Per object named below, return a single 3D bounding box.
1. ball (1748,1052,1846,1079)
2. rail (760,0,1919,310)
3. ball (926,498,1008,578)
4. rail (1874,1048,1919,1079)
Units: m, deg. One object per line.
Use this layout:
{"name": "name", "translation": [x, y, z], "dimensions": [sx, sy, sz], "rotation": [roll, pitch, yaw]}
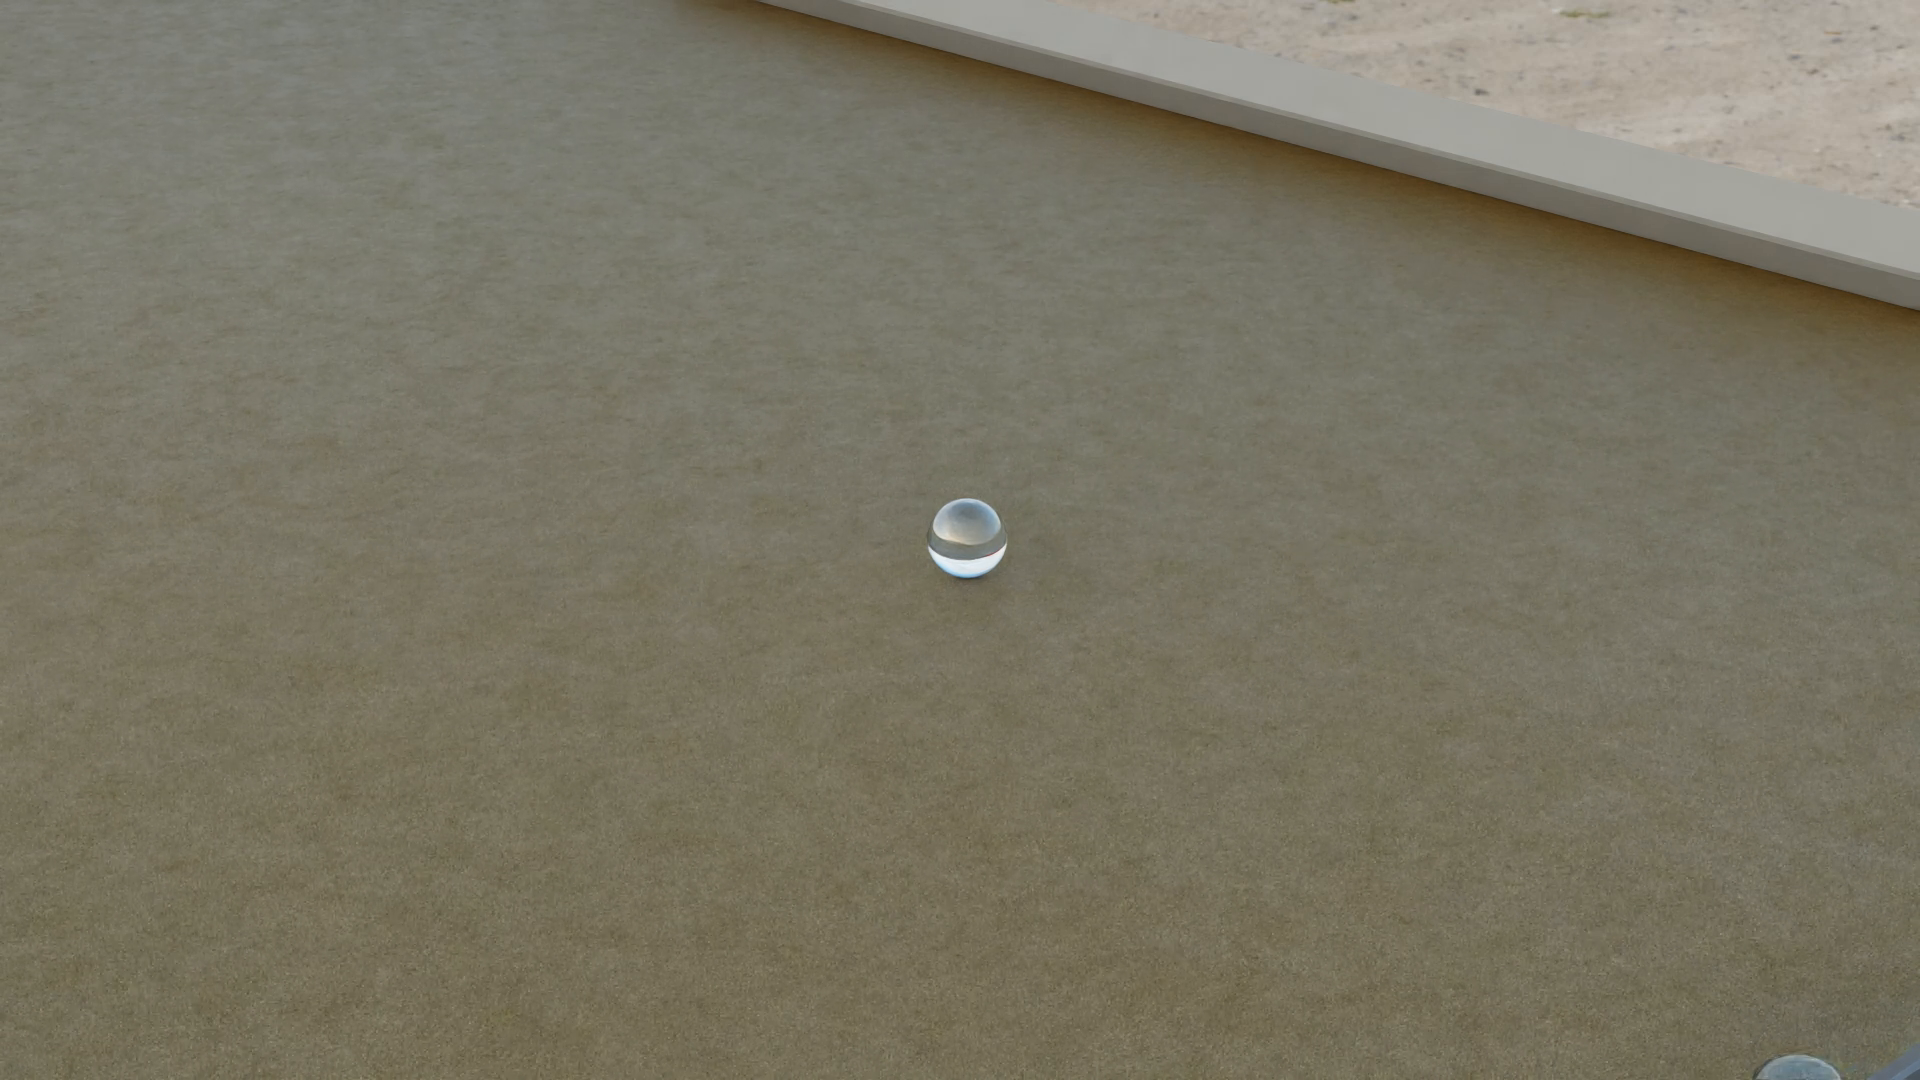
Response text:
{"name": "ball", "translation": [0.464, 0.315, 1.629], "dimensions": [0.062, 0.062, 0.062], "rotation": [0, 23, 0]}
{"name": "rail", "translation": [0.190, -0.605, 3.725], "dimensions": [0.045, 0.099, 3.898], "rotation": [-20, 30, -38]}
{"name": "ball", "translation": [0.006, -0.002, 2.363], "dimensions": [0.065, 0.065, 0.065], "rotation": [0, 23, 0]}
{"name": "rail", "translation": [0.640, 0.260, 1.708], "dimensions": [2.337, 0.099, 0.045], "rotation": [-20, 30, -38]}
